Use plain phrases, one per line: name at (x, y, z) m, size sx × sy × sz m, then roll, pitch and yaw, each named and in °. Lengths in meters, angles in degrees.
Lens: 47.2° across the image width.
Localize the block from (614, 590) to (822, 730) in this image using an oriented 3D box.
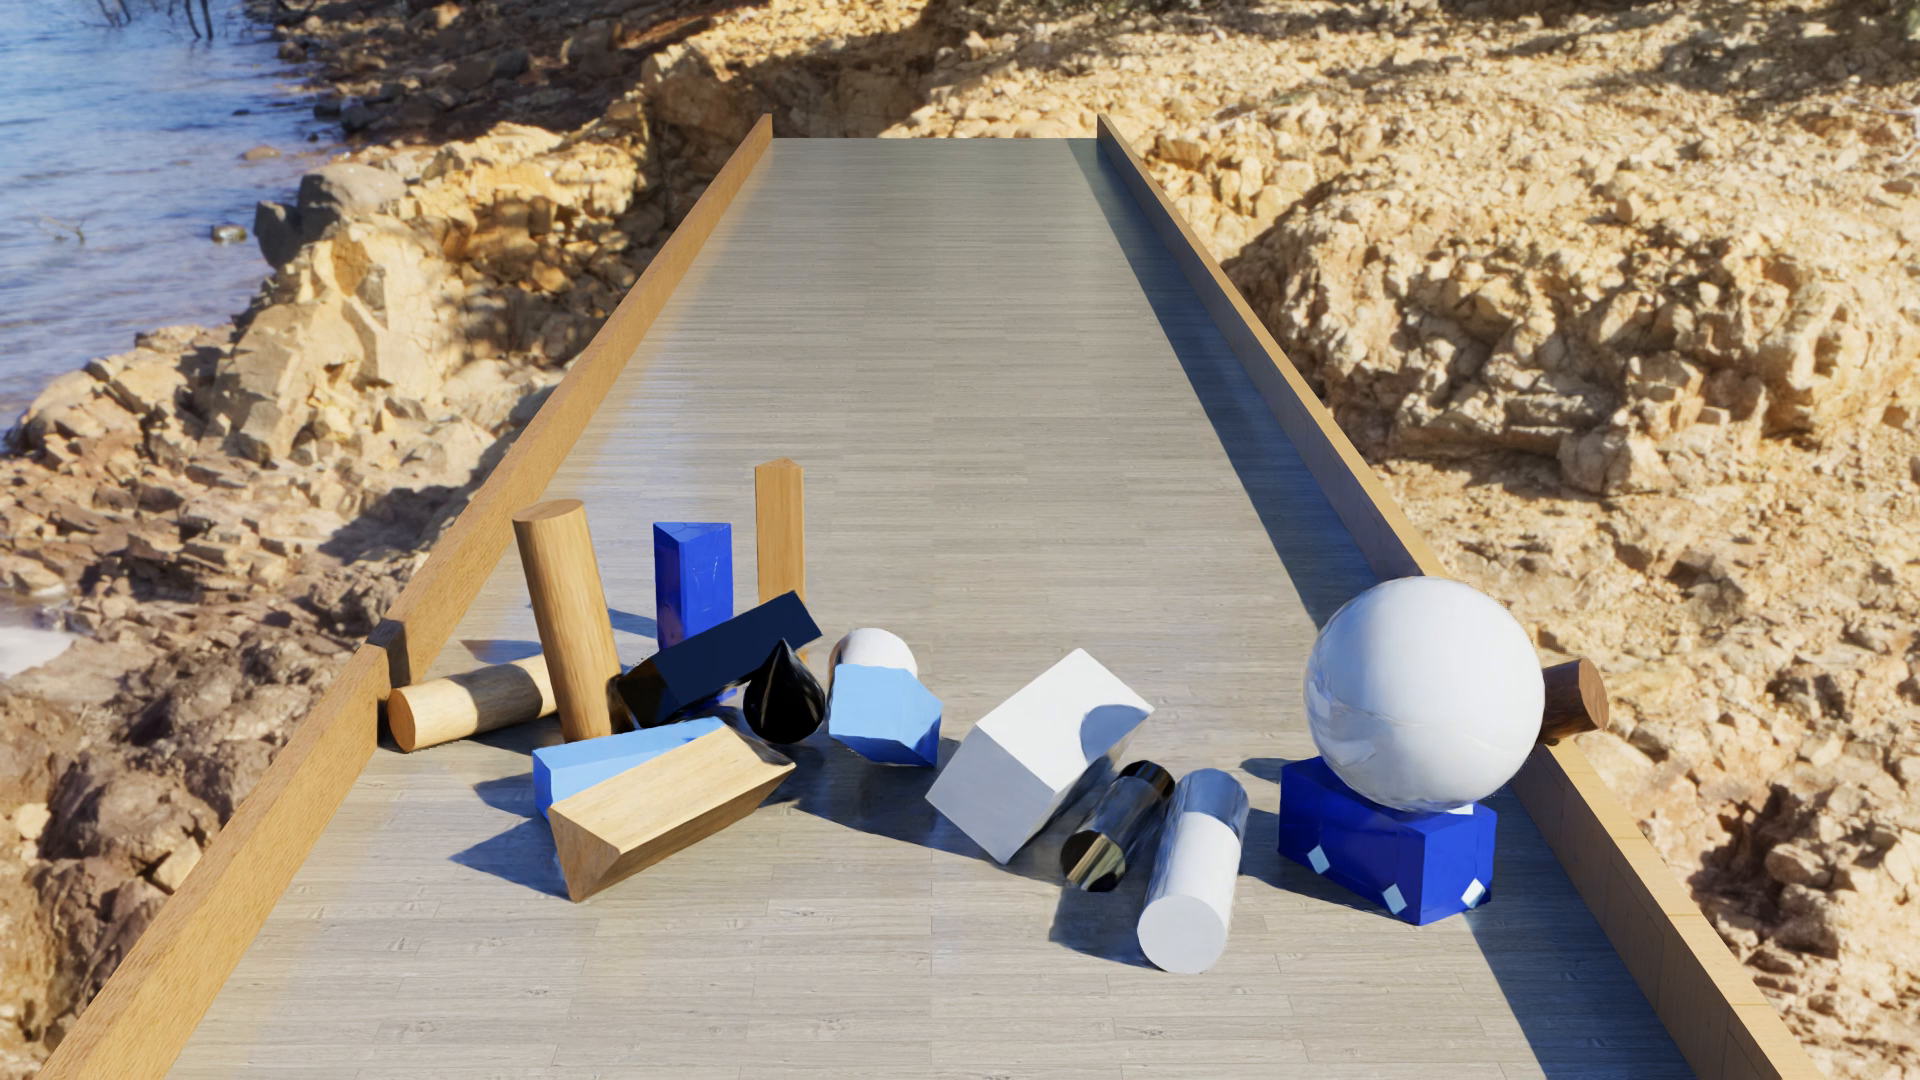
block at (-0.428, 0.214, 3.963) m, size 0.102 × 0.102 × 0.441 m, roll -36°, pitch -6°, yaw 33°

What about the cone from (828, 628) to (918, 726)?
cone at (-0.194, 0.283, 3.930) m, size 0.172 × 0.172 × 0.336 m, roll 3°, pitch 13°, yaw 10°

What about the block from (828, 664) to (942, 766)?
block at (-0.120, 0.298, 3.690) m, size 0.113 × 0.113 × 0.430 m, roll 4°, pitch -11°, yaw 8°

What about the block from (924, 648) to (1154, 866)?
block at (0.138, 0.351, 3.637) m, size 0.169 × 0.169 × 0.405 m, roll 40°, pitch 29°, yaw 12°

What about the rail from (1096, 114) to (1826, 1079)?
rail at (0.932, -0.844, 7.801) m, size 0.050 × 0.150 × 12.000 m, roll 0°, pitch 17°, yaw -1°

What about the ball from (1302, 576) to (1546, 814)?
ball at (0.694, 0.231, 3.300) m, size 0.355 × 0.355 × 0.355 m, roll 0°, pitch 17°, yaw 0°

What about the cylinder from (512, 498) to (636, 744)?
cylinder at (-0.672, 0.164, 3.850) m, size 0.125 × 0.456 × 0.125 m, roll -9°, pitch 17°, yaw 3°

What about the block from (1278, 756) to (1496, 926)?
block at (0.661, 0.457, 3.428) m, size 0.150 × 0.150 × 0.316 m, roll -11°, pitch 20°, yaw -32°

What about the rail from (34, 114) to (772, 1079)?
rail at (-1.118, -0.838, 7.780) m, size 0.050 × 0.150 × 12.000 m, roll 0°, pitch 17°, yaw -1°

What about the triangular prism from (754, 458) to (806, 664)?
triangular prism at (-0.349, 0.043, 4.366) m, size 0.093 × 0.407 × 0.080 m, roll 1°, pitch 17°, yaw 4°

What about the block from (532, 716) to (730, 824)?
block at (-0.549, 0.391, 3.738) m, size 0.332 × 0.100 × 0.100 m, roll -9°, pitch 19°, yaw -27°

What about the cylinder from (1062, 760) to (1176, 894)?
cylinder at (0.257, 0.455, 3.515) m, size 0.104 × 0.104 × 0.300 m, roll 6°, pitch 18°, yaw 20°

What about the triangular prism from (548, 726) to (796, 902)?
triangular prism at (-0.469, 0.409, 3.493) m, size 0.133 × 0.154 × 0.415 m, roll 52°, pitch 37°, yaw 12°

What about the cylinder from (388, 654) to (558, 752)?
cylinder at (-0.841, 0.286, 4.060) m, size 0.408 × 0.116 × 0.116 m, roll -13°, pitch 21°, yaw -37°

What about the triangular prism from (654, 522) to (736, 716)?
triangular prism at (-0.523, 0.140, 4.156) m, size 0.126 × 0.342 × 0.145 m, roll 10°, pitch 19°, yaw 31°

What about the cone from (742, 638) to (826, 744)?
cone at (-0.308, 0.230, 3.837) m, size 0.151 × 0.151 × 0.376 m, roll -1°, pitch -21°, yaw -5°

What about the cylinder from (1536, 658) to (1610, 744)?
cylinder at (0.859, 0.299, 3.640) m, size 0.400 × 0.116 × 0.116 m, roll -19°, pitch 4°, yaw 34°

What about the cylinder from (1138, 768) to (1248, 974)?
cylinder at (0.359, 0.493, 3.334) m, size 0.125 × 0.125 × 0.450 m, roll 3°, pitch 18°, yaw 11°
